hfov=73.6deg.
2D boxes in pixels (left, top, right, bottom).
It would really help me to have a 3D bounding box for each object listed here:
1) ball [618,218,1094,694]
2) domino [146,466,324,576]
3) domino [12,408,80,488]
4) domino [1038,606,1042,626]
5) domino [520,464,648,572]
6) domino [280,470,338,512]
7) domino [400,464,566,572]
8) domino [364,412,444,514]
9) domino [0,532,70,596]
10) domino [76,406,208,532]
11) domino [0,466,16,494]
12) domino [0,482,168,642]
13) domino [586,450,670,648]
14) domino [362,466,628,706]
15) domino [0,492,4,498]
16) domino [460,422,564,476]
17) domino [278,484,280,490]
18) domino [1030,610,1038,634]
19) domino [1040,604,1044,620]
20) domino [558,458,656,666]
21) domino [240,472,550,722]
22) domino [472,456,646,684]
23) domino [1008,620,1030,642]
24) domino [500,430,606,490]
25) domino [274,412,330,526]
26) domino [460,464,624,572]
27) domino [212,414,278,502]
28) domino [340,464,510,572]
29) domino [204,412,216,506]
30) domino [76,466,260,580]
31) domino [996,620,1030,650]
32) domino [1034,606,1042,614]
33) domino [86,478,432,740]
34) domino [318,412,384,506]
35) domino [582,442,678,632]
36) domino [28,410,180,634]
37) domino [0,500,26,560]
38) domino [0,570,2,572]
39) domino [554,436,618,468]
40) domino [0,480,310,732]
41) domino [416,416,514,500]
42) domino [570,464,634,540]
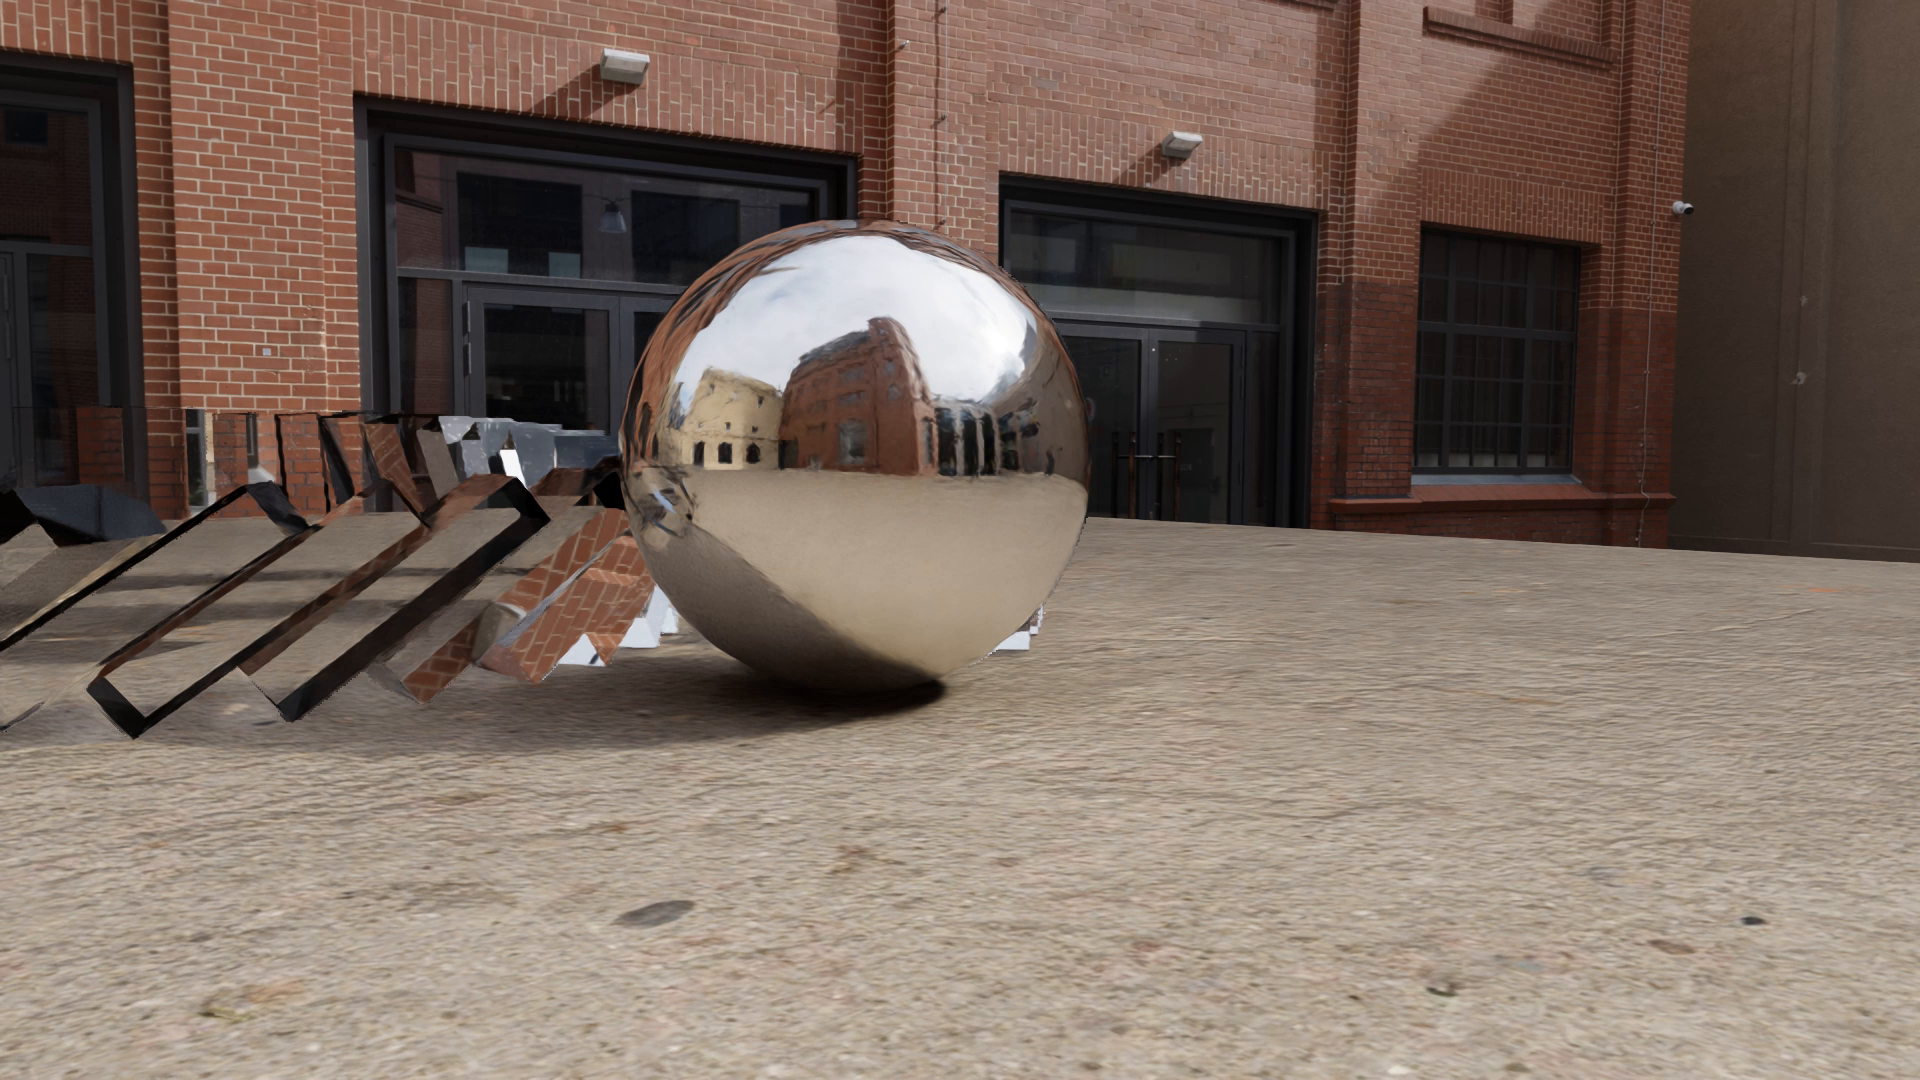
[{"bbox_3d":[-0.017,-0.014,0.220,0.080,0.080,0.080,0,4,0],"label":"ball"},{"bbox_3d":[-0.231,-0.006,0.411,0.050,0.010,0.025,34,-10,-21],"label":"domino"},{"bbox_3d":[-0.187,-0.003,0.277,0.025,0.050,0.009,-3,5,-37],"label":"domino"},{"bbox_3d":[0.007,-0.004,0.306,0.025,0.050,0.010,0,-26,3],"label":"domino"},{"bbox_3d":[-0.122,-0.008,0.438,0.050,0.010,0.025,36,14,13],"label":"domino"},{"bbox_3d":[-0.197,-0.007,0.427,0.050,0.009,0.025,33,-3,-12],"label":"domino"},{"bbox_3d":[-0.161,-0.008,0.435,0.050,0.009,0.025,33,3,-4],"label":"domino"},{"bbox_3d":[-0.142,-0.009,0.347,0.009,0.050,0.025,-17,2,7],"label":"domino"},{"bbox_3d":[-0.276,-0.001,0.350,0.025,0.010,0.050,3,-28,32],"label":"domino"},{"bbox_3d":[-0.171,-0.003,0.270,0.009,0.050,0.025,1,4,4],"label":"domino"},{"bbox_3d":[-0.257,-0.004,0.383,0.025,0.009,0.050,4,-28,44],"label":"domino"},{"bbox_3d":[-0.143,0.010,0.182,0.050,0.009,0.025,-35,5,2],"label":"domino"},{"bbox_3d":[-0.074,0.001,0.283,0.025,0.009,0.050,0,47,6],"label":"domino"},{"bbox_3d":[-0.083,0.006,0.228,0.025,0.009,0.050,6,44,49],"label":"domino"},{"bbox_3d":[-0.267,-0.003,0.366,0.025,0.009,0.050,3,-28,36],"label":"domino"},{"bbox_3d":[-0.111,-0.007,0.339,0.025,0.050,0.009,-5,-23,-48],"label":"domino"},{"bbox_3d":[-0.215,-0.007,0.419,0.050,0.009,0.025,34,-8,-18],"label":"domino"},{"bbox_3d":[0.005,-0.004,0.295,0.025,0.050,0.009,0,-26,3],"label":"domino"},{"bbox_3d":[0.008,-0.005,0.317,0.025,0.050,0.009,0,-26,1],"label":"domino"},{"bbox_3d":[-0.073,0.003,0.263,0.025,0.010,0.050,2,44,21],"label":"domino"},{"bbox_3d":[-0.095,0.008,0.215,0.050,0.009,0.025,-44,26,-25],"label":"domino"},{"bbox_3d":[-0.074,0.004,0.246,0.025,0.009,0.050,8,47,36],"label":"domino"},{"bbox_3d":[0.003,-0.003,0.284,0.025,0.050,0.009,0,-26,3],"label":"domino"},{"bbox_3d":[-0.098,-0.005,0.329,0.025,0.050,0.009,-3,-30,-38],"label":"domino"},{"bbox_3d":[-0.172,-0.008,0.339,0.010,0.050,0.025,-6,6,-24],"label":"domino"},{"bbox_3d":[-0.142,-0.008,0.438,0.050,0.010,0.025,34,8,4],"label":"domino"},{"bbox_3d":[-0.185,-0.007,0.328,0.025,0.050,0.009,3,5,37],"label":"domino"},{"bbox_3d":[-0.179,-0.008,0.432,0.050,0.009,0.025,33,0,-7],"label":"domino"},{"bbox_3d":[-0.194,-0.006,0.312,0.025,0.050,0.010,2,5,21],"label":"domino"},{"bbox_3d":[-0.246,-0.005,0.399,0.050,0.009,0.025,37,-16,-29],"label":"domino"},{"bbox_3d":[0.002,-0.002,0.273,0.025,0.050,0.009,0,-26,3],"label":"domino"},{"bbox_3d":[0.008,-0.006,0.328,0.025,0.050,0.009,0,-26,1],"label":"domino"},{"bbox_3d":[-0.109,0.009,0.202,0.050,0.010,0.025,-40,20,-19],"label":"domino"},{"bbox_3d":[-0.158,-0.009,0.344,0.009,0.050,0.025,-11,6,-8],"label":"domino"},{"bbox_3d":[-0.077,-0.001,0.301,0.025,0.050,0.010,0,-39,-4],"label":"domino"},{"bbox_3d":[-0.195,-0.004,0.293,0.025,0.050,0.009,-1,4,-14],"label":"domino"},{"bbox_3d":[-0.161,0.011,0.180,0.050,0.010,0.025,-35,-1,10],"label":"domino"},{"bbox_3d":[-0.282,0.000,0.332,0.025,0.009,0.050,2,-29,24],"label":"domino"},{"bbox_3d":[-0.086,-0.003,0.316,0.025,0.050,0.009,-2,-36,-21],"label":"domino"},{"bbox_3d":[-0.125,0.010,0.193,0.050,0.010,0.025,-38,15,-13],"label":"domino"},{"bbox_3d":[-0.126,-0.008,0.346,0.010,0.050,0.025,-24,-8,28],"label":"domino"},{"bbox_3d":[-0.105,-0.008,0.433,0.050,0.009,0.025,37,17,18],"label":"domino"}]
